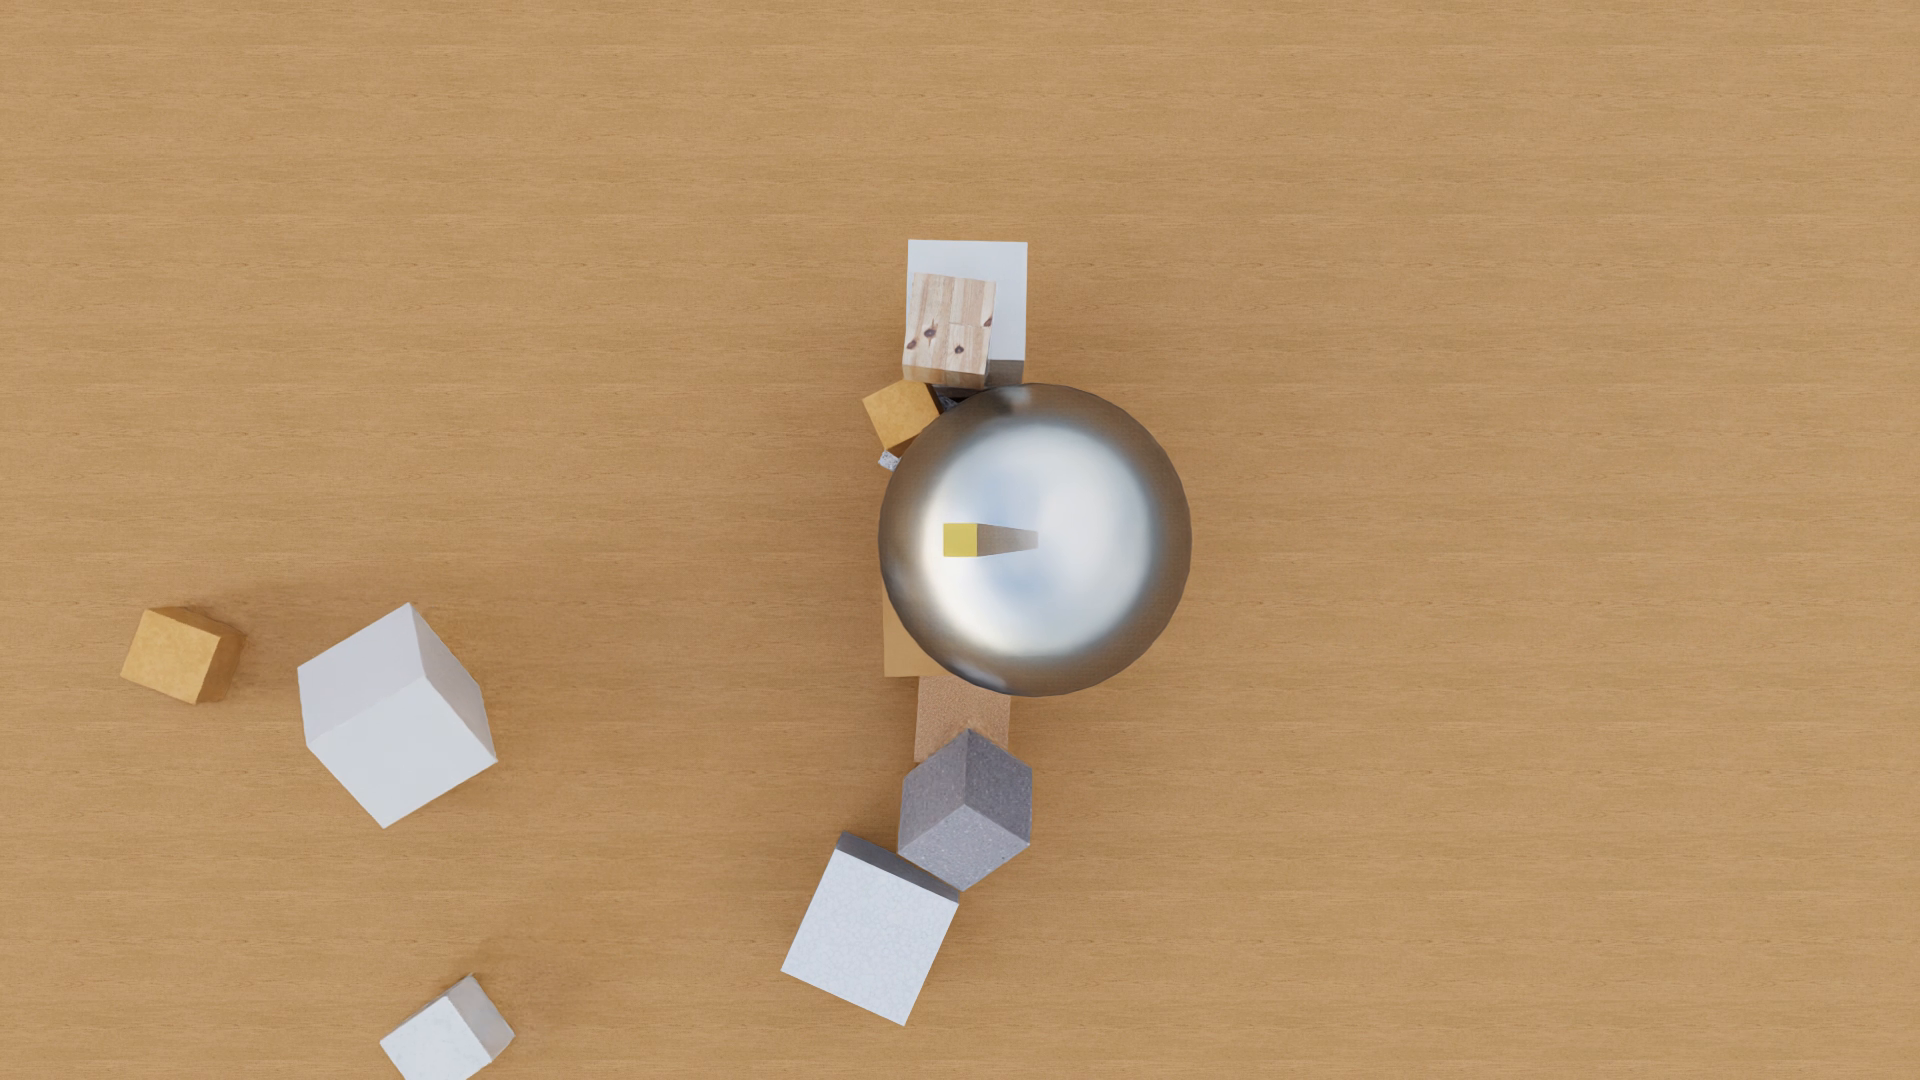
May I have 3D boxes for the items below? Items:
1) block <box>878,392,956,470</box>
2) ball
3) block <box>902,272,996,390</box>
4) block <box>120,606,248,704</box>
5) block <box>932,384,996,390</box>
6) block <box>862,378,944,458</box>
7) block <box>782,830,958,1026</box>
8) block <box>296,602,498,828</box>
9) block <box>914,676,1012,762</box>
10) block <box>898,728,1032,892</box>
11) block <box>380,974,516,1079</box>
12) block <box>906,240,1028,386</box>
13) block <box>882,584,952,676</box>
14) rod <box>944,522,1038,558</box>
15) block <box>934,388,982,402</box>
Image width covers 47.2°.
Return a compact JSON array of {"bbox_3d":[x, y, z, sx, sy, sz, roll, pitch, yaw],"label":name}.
[{"bbox_3d":[-0.143,-0.531,12.039,0.418,0.500,0.482,28,90,0],"label":"block"},{"bbox_3d":[0.377,0.000,11.163,1.600,1.600,1.600,0,90,0],"label":"ball"},{"bbox_3d":[-0.052,-1.039,10.970,0.406,0.411,0.465,7,83,1],"label":"block"},{"bbox_3d":[-4.493,0.664,12.752,0.455,0.496,0.410,21,90,0],"label":"block"},{"bbox_3d":[-0.008,-1.180,12.198,0.544,0.530,0.586,2,83,0],"label":"block"},{"bbox_3d":[-0.273,-0.658,11.597,0.333,0.364,0.296,-26,82,6],"label":"block"},{"bbox_3d":[-0.502,2.208,12.610,0.753,0.781,0.743,24,90,0],"label":"block"},{"bbox_3d":[-3.198,0.992,12.481,0.746,0.733,0.751,-30,127,0],"label":"block"},{"bbox_3d":[0.017,1.028,12.757,0.527,0.485,0.510,4,90,0],"label":"block"},{"bbox_3d":[0.032,1.514,12.342,0.484,0.563,0.568,34,126,-24],"label":"block"},{"bbox_3d":[-2.961,2.891,12.737,0.485,0.469,0.456,-35,91,6],"label":"block"},{"bbox_3d":[0.034,-1.182,11.563,0.608,0.732,0.612,1,83,0],"label":"block"},{"bbox_3d":[-0.036,0.386,12.575,0.781,0.850,0.720,-2,90,0],"label":"block"},{"bbox_3d":[0.163,0.000,7.769,0.080,5.200,0.080,0,90,4],"label":"rod"},{"bbox_3d":[-0.011,-1.034,12.710,0.476,0.522,0.522,-1,83,0],"label":"block"}]
